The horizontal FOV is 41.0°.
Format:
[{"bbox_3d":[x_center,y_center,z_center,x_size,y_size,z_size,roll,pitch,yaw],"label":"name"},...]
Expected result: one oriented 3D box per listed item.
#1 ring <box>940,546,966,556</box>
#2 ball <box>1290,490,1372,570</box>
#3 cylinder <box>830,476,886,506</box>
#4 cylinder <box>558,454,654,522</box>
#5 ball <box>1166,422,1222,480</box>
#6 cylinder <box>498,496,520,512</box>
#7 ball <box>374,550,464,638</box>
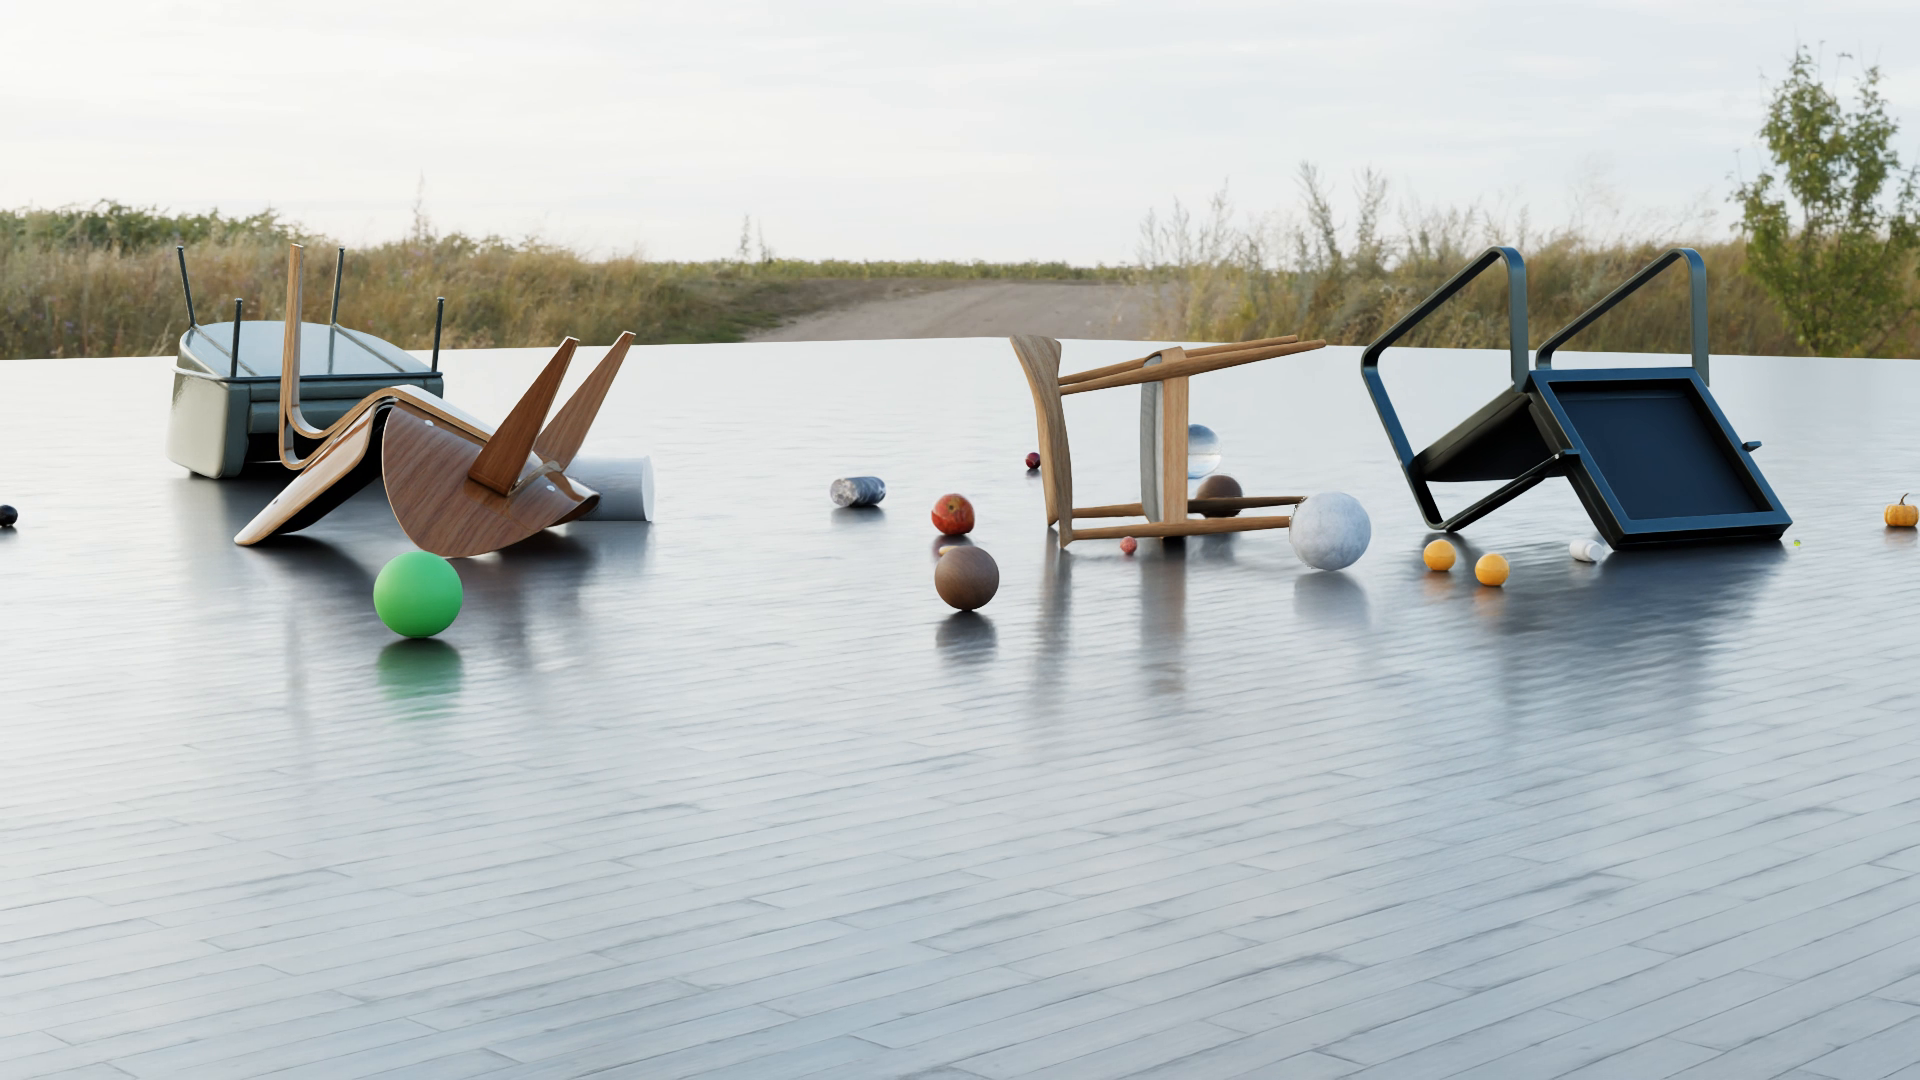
[{"bbox_3d":[-0.017,0.027,6.056,0.061,0.021,0.068,5,6,32],"label":"ring"},{"bbox_3d":[0.830,-0.021,5.741,0.179,0.179,0.179,0,6,0],"label":"ball"},{"bbox_3d":[-0.293,-0.139,7.372,0.111,0.080,0.121,-5,3,-41],"label":"cylinder"},{"bbox_3d":[-0.945,-0.138,6.862,0.224,0.177,0.235,0,-11,1],"label":"cylinder"},{"bbox_3d":[0.758,-0.288,8.310,0.184,0.184,0.184,0,6,0],"label":"ball"},{"bbox_3d":[-1.267,-0.099,7.191,0.060,0.038,0.084,-1,6,-6],"label":"cylinder"},{"bbox_3d":[-0.986,0.099,4.671,0.160,0.160,0.160,0,6,0],"label":"ball"}]
